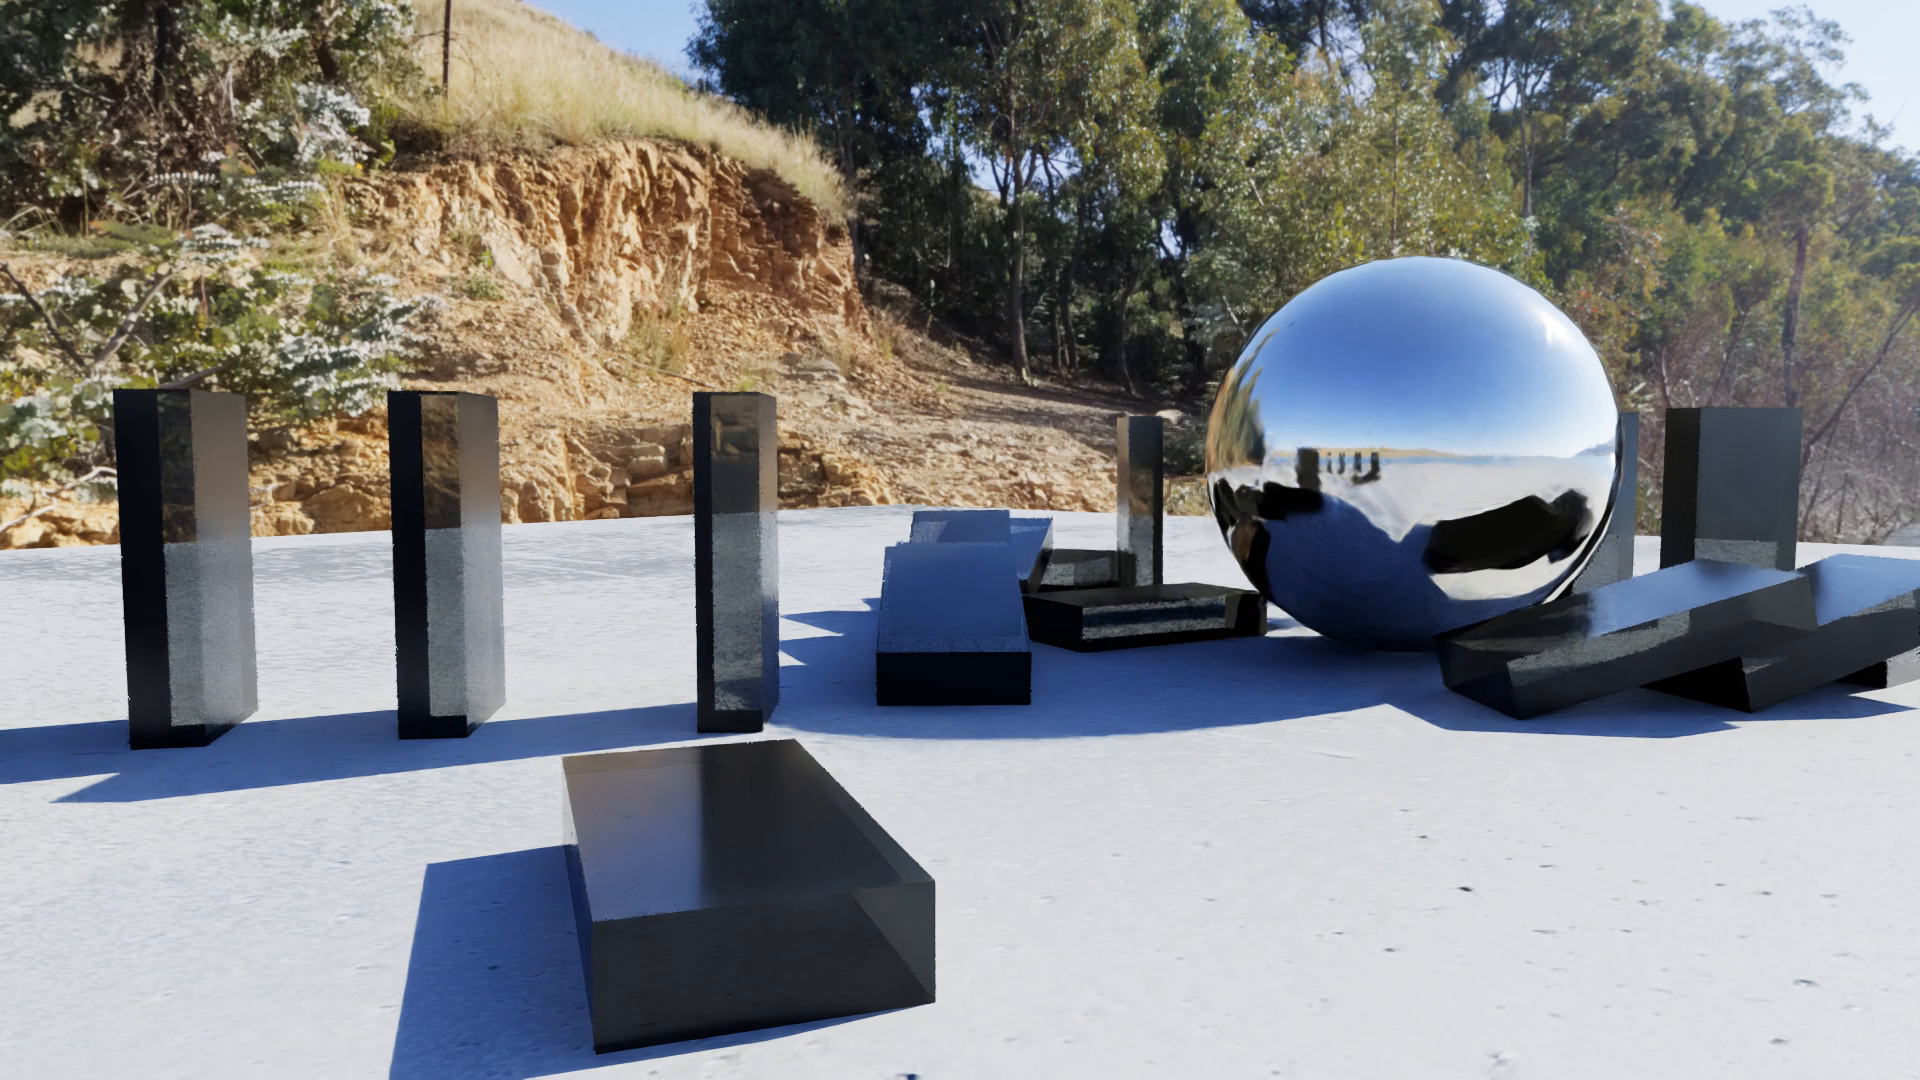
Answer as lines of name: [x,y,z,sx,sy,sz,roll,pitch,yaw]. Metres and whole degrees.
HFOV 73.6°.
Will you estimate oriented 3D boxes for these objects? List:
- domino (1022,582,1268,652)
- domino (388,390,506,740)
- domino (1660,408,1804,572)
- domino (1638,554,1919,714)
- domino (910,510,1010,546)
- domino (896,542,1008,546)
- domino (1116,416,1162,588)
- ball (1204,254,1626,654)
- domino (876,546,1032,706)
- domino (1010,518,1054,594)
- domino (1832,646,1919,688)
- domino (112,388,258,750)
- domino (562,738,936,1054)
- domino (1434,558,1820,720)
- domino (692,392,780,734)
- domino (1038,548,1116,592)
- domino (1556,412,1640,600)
domino: [0.040,0.017,0.284,0.050,0.010,0.025,-2,5,-30]
domino: [-0.078,0.003,0.196,0.010,0.050,0.025,-1,4,-7]
domino: [0.163,-0.003,0.272,0.025,0.050,0.010,-1,4,-12]
domino: [0.144,0.015,0.220,0.050,0.009,0.025,-17,8,-14]
domino: [0.000,0.006,0.313,0.025,0.010,0.050,-1,23,2]
domino: [-0.001,0.012,0.267,0.025,0.010,0.050,0,17,-1]
domino: [0.051,-0.010,0.368,0.009,0.050,0.025,-1,4,0]
ball: [0.090,-0.017,0.261,0.080,0.080,0.080,0,4,0]
domino: [-0.002,0.014,0.231,0.025,0.009,0.050,0,20,-1]
domino: [0.009,0.006,0.343,0.025,0.010,0.050,1,19,11]
domino: [0.174,0.019,0.248,0.050,0.009,0.025,-3,5,-35]
domino: [-0.114,0.003,0.190,0.010,0.050,0.025,-1,4,-14]
domino: [-0.022,0.029,0.117,0.025,0.009,0.050,-2,5,-20]
domino: [0.108,0.015,0.211,0.050,0.010,0.025,-15,6,-3]
domino: [-0.034,0.003,0.200,0.010,0.050,0.025,0,4,-2]
domino: [0.031,0.009,0.379,0.025,0.009,0.050,2,5,26]
domino: [0.149,-0.005,0.304,0.025,0.050,0.010,-3,5,-34]
